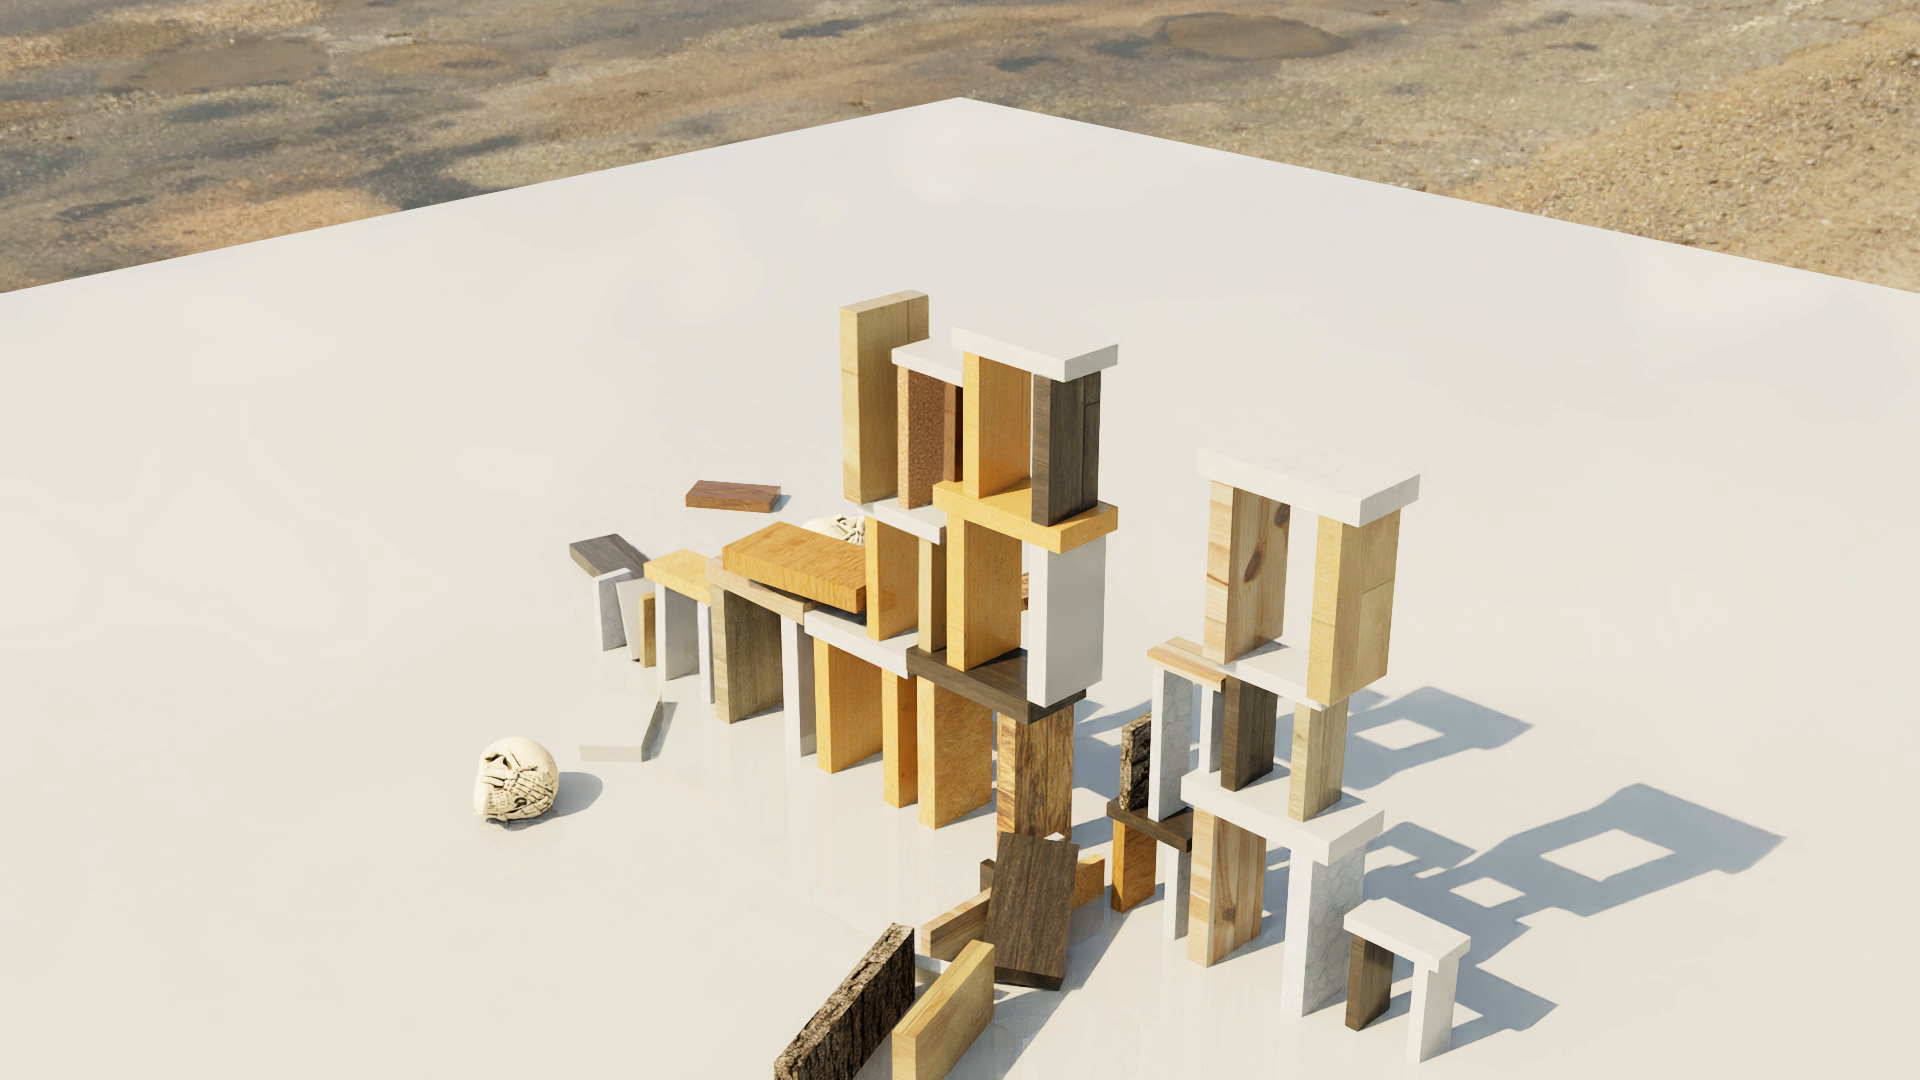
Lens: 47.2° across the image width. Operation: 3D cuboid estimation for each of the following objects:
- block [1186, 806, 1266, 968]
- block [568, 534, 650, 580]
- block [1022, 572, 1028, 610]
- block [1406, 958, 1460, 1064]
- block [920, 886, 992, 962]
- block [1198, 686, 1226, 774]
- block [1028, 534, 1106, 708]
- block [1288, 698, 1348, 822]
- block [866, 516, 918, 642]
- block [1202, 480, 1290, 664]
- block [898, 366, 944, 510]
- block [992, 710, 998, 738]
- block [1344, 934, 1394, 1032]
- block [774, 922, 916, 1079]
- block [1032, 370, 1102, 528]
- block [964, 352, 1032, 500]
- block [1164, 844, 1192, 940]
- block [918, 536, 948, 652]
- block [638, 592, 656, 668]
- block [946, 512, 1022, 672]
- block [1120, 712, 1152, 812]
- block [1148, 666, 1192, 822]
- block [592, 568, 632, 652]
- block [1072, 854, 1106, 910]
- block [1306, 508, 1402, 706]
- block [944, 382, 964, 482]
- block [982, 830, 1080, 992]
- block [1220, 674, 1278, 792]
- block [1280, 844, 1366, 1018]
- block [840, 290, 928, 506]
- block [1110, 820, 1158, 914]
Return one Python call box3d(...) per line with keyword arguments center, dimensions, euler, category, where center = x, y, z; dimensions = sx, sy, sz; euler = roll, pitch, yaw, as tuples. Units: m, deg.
box3d(center=(0.482, 0.595, 3.952), dimensions=(0.045, 0.317, 0.158), euler=(21, 31, 41), category="block")
box3d(center=(-0.797, 0.106, 5.423), dimensions=(0.130, 0.037, 0.622), euler=(-14, 24, -26), category="block")
box3d(center=(0.200, 0.115, 5.447), dimensions=(0.236, 0.033, 0.118), euler=(-16, 28, -33), category="block")
box3d(center=(0.794, 0.775, 3.692), dimensions=(0.027, 0.188, 0.094), euler=(21, 31, 41), category="block")
box3d(center=(0.009, 0.703, 3.998), dimensions=(0.024, 0.084, 0.204), euler=(21, 30, 40), category="block")
box3d(center=(0.458, 0.320, 3.868), dimensions=(0.024, 0.166, 0.083), euler=(21, 31, 41), category="block")
box3d(center=(0.198, 0.136, 4.073), dimensions=(0.159, 0.319, 0.045), euler=(-21, 31, -41), category="block")
box3d(center=(0.605, 0.357, 3.713), dimensions=(0.031, 0.219, 0.109), euler=(21, 31, 41), category="block")
box3d(center=(-0.132, 0.060, 4.387), dimensions=(0.119, 0.265, 0.034), euler=(-21, 31, -40), category="block")
box3d(center=(0.485, 0.033, 3.704), dimensions=(0.046, 0.323, 0.162), euler=(21, 31, 41), category="block")
box3d(center=(-0.074, -0.206, 4.221), dimensions=(0.098, 0.287, 0.028), euler=(-21, 31, -40), category="block")
box3d(center=(-0.007, 0.392, 4.787), dimensions=(0.271, 0.038, 0.135), euler=(-8, 24, -19), category="block")
box3d(center=(0.705, 0.741, 3.774), dimensions=(0.027, 0.188, 0.094), euler=(21, 31, 41), category="block")
box3d(center=(-0.185, 0.813, 3.655), dimensions=(0.042, 0.148, 0.437), euler=(10, 25, 22), category="block")
box3d(center=(0.190, -0.175, 3.926), dimensions=(0.039, 0.278, 0.139), euler=(20, 30, 39), category="block")
box3d(center=(0.069, -0.227, 4.049), dimensions=(0.039, 0.278, 0.139), euler=(21, 31, 41), category="block")
box3d(center=(0.417, 0.629, 4.033), dimensions=(0.027, 0.192, 0.096), euler=(21, 31, 41), category="block")
box3d(center=(-0.026, 0.089, 4.285), dimensions=(0.119, 0.238, 0.034), euler=(-21, 32, -41), category="block")
box3d(center=(-0.690, 0.201, 5.054), dimensions=(0.090, 0.180, 0.026), euler=(-13, 32, -28), category="block")
box3d(center=(0.047, 0.077, 4.212), dimensions=(0.045, 0.319, 0.159), euler=(21, 31, 41), category="block")
box3d(center=(0.329, 0.405, 4.031), dimensions=(0.024, 0.167, 0.084), euler=(19, 30, 38), category="block")
box3d(center=(0.380, 0.355, 3.967), dimensions=(0.083, 0.309, 0.024), euler=(-21, 31, -40), category="block")
box3d(center=(-0.810, 0.163, 5.146), dimensions=(0.090, 0.180, 0.026), euler=(-19, 29, -37), category="block")
box3d(center=(0.207, 0.653, 4.120), dimensions=(0.159, 0.080, 0.023), euler=(-19, 30, -38), category="block")
box3d(center=(0.638, 0.092, 3.564), dimensions=(0.046, 0.323, 0.162), euler=(21, 31, 41), category="block")
box3d(center=(0.015, -0.214, 4.123), dimensions=(0.098, 0.195, 0.028), euler=(-21, 32, -41), category="block")
box3d(center=(0.125, 0.667, 3.975), dimensions=(0.148, 0.042, 0.295), euler=(10, 45, 2), category="block")
box3d(center=(0.502, 0.317, 3.808), dimensions=(0.031, 0.219, 0.109), euler=(21, 31, 40), category="block")
box3d(center=(0.631, 0.654, 3.814), dimensions=(0.045, 0.317, 0.158), euler=(21, 31, 41), category="block")
box3d(center=(-0.144, -0.276, 4.258), dimensions=(0.180, 0.388, 0.051), euler=(-19, 30, -38), category="block")
box3d(center=(0.327, 0.594, 4.117), dimensions=(0.027, 0.192, 0.096), euler=(21, 31, 41), category="block")
